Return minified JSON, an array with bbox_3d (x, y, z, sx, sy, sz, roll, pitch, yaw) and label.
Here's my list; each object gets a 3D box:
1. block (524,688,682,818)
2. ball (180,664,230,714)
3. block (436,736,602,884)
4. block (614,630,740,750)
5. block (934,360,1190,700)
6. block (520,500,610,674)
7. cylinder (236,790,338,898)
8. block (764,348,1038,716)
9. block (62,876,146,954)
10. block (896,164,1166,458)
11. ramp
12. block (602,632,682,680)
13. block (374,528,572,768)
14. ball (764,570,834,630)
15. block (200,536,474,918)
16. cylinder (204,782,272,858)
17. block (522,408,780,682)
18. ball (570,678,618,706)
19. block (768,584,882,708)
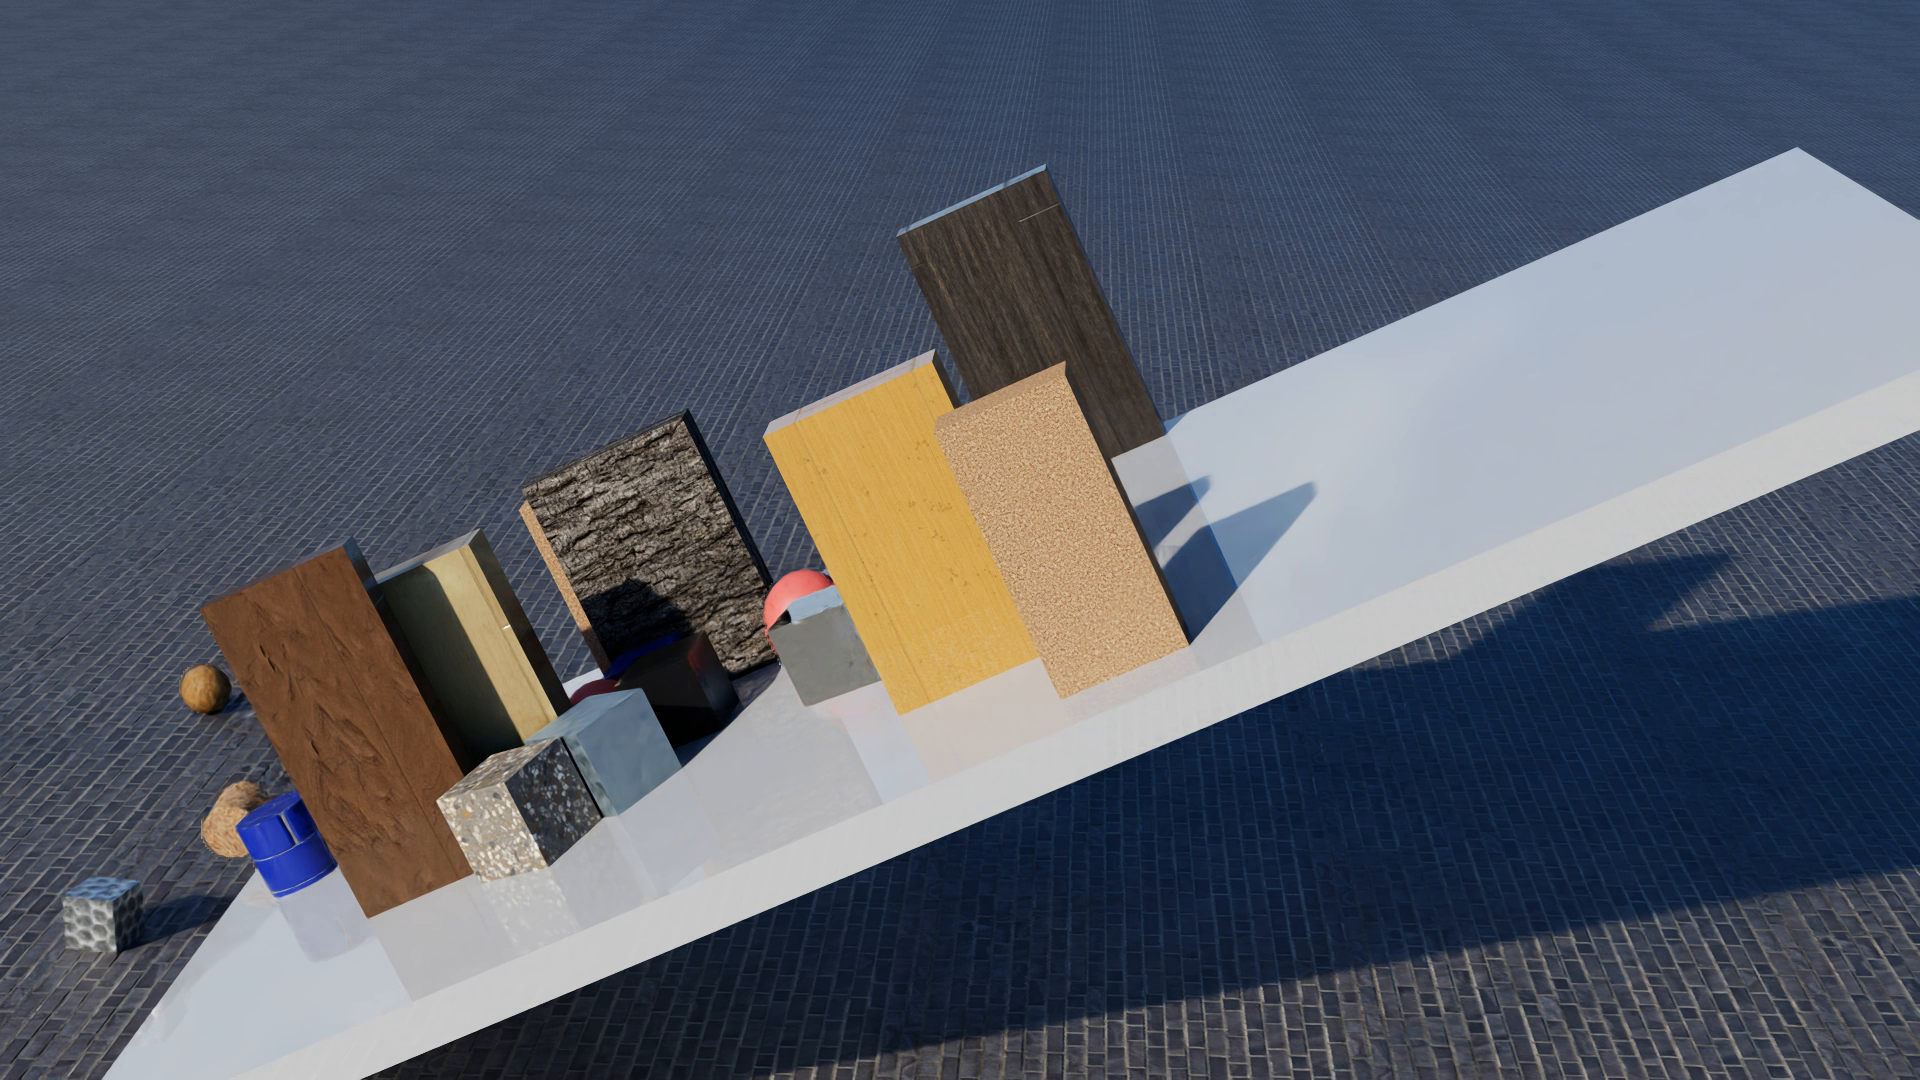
[{"bbox_3d":[-0.749,0.451,6.168,0.195,0.195,0.195,-11,19,47],"label":"block"},{"bbox_3d":[-2.157,0.426,8.411,0.139,0.139,0.139,0,15,0],"label":"ball"},{"bbox_3d":[-0.905,0.555,6.042,0.198,0.198,0.198,-16,16,35],"label":"block"},{"bbox_3d":[-0.615,0.335,6.413,0.178,0.178,0.178,-22,13,14],"label":"block"},{"bbox_3d":[0.190,-0.017,5.435,0.260,0.559,0.125,-23,13,9],"label":"block"},{"bbox_3d":[-0.719,0.083,6.784,0.373,0.543,0.116,-23,13,9],"label":"block"},{"bbox_3d":[-1.531,0.692,6.719,0.179,0.179,0.179,-24,13,6],"label":"cylinder"},{"bbox_3d":[-0.084,-0.013,5.791,0.361,0.623,0.126,-23,13,9],"label":"block"},{"bbox_3d":[-1.986,0.869,6.823,0.130,0.130,0.130,4,16,14],"label":"block"},{"bbox_3d":[0.173,-0.497,7.044,0.386,0.700,0.099,-23,13,9],"label":"block"},{"bbox_3d":[0.134,0.169,6.283,4.000,0.100,2.000,-23,13,9],"label":"ramp"},{"bbox_3d":[-0.685,0.329,6.607,0.159,0.159,0.159,-22,13,13],"label":"block"},{"bbox_3d":[-1.029,0.318,6.287,0.295,0.610,0.131,-23,13,9],"label":"block"},{"bbox_3d":[-0.343,0.160,6.571,0.187,0.187,0.187,0,15,0],"label":"ball"},{"bbox_3d":[-1.246,0.392,6.105,0.334,0.741,0.084,-23,13,9],"label":"block"},{"bbox_3d":[-1.778,0.690,7.254,0.140,0.140,0.140,1,21,2],"label":"cylinder"},{"bbox_3d":[-0.672,0.057,6.672,0.402,0.598,0.101,-23,13,9],"label":"block"},{"bbox_3d":[-0.779,0.397,6.458,0.185,0.185,0.185,0,15,0],"label":"ball"},{"bbox_3d":[-0.262,0.212,6.225,0.183,0.183,0.183,-20,14,22],"label":"block"}]
